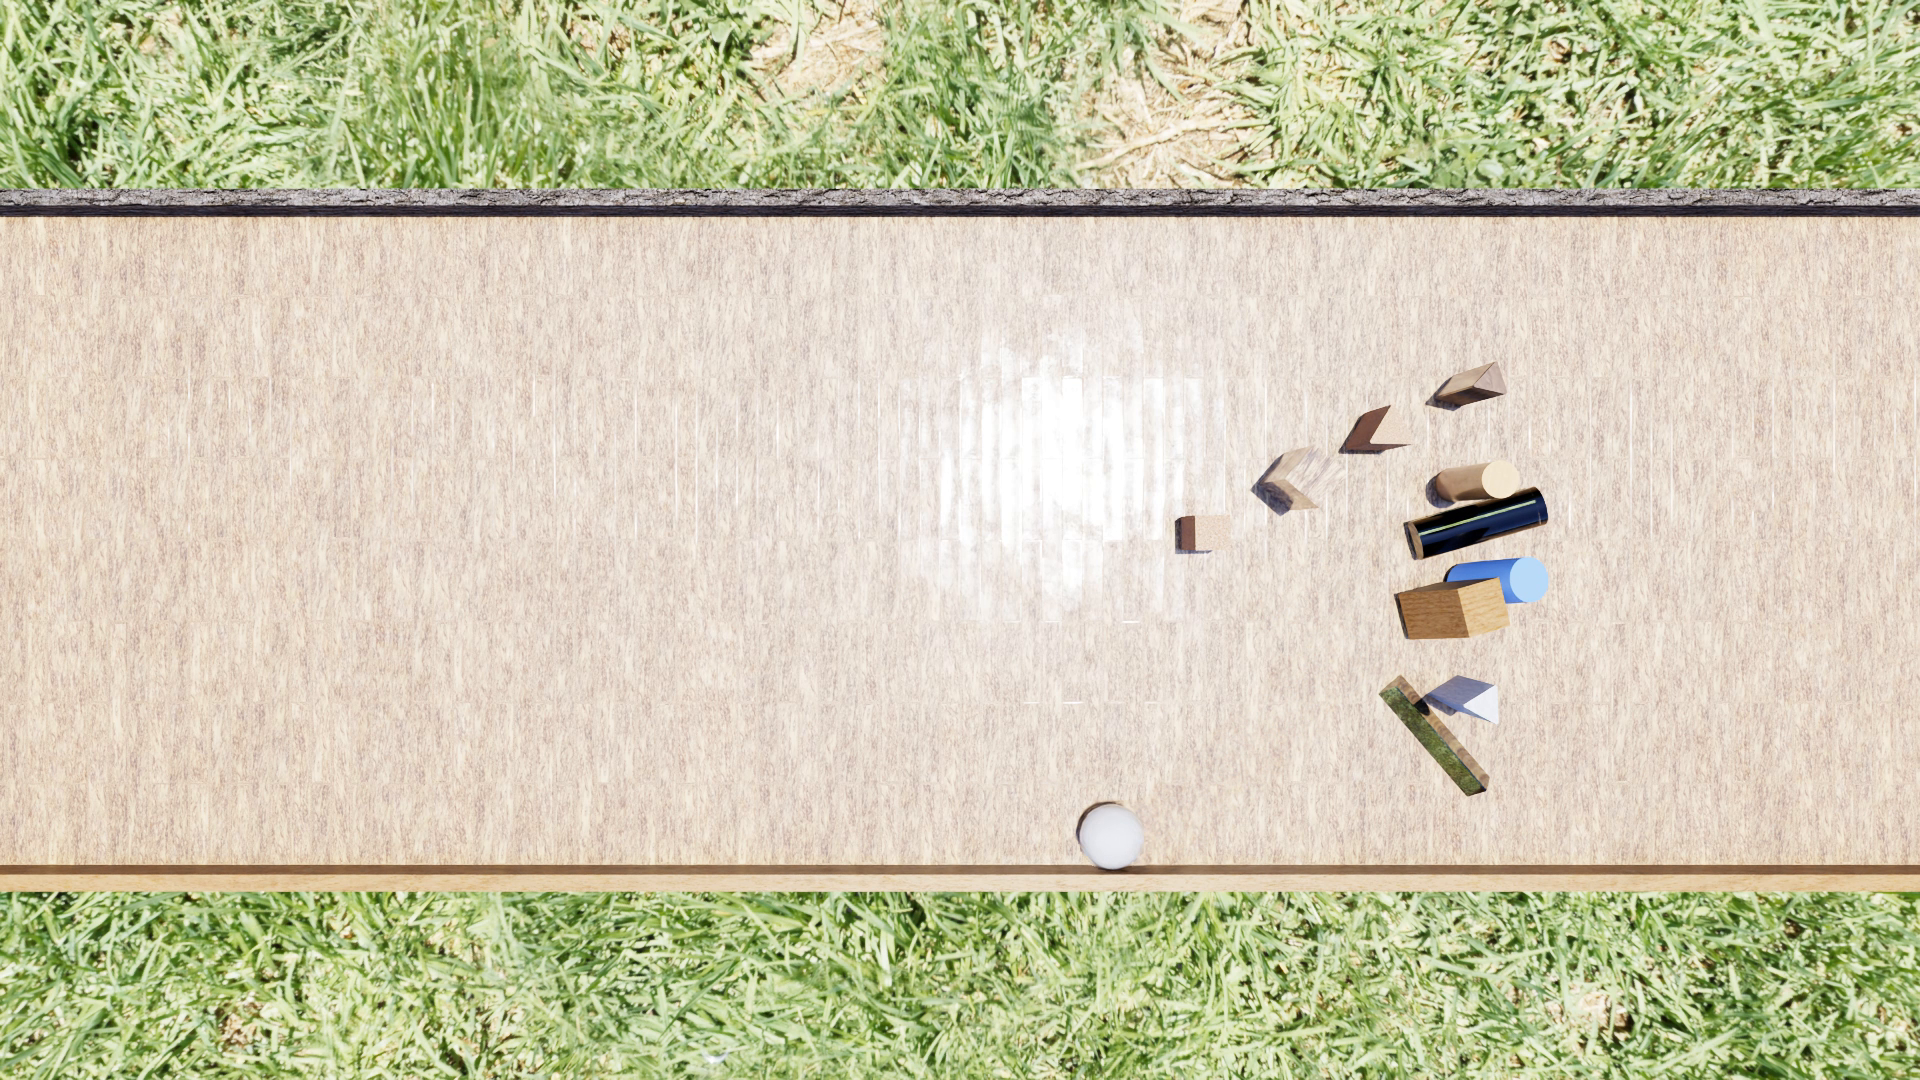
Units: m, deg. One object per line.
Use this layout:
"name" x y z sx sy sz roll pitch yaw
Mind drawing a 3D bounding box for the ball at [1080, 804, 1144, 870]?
"ball" 0.459 0.896 4.980 0.194 0.194 0.194 0 90 0

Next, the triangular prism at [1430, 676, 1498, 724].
"triangular prism" 1.511 0.458 4.896 0.110 0.361 0.095 28 90 0

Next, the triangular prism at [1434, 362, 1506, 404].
"triangular prism" 1.512 -0.466 4.875 0.096 0.403 0.083 12 90 0

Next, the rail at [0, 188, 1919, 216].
"rail" -2.247 -1.025 5.002 12.000 0.150 0.050 0 90 0

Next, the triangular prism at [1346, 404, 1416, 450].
"triangular prism" 1.250 -0.337 4.919 0.130 0.314 0.112 1 90 0

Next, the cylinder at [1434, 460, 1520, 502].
"cylinder" 1.514 -0.170 4.847 0.106 0.460 0.106 0 90 0

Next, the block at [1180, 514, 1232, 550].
"block" 0.732 -0.022 4.923 0.102 0.308 0.102 -1 90 0

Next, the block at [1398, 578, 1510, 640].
"block" 1.467 0.206 4.908 0.145 0.308 0.145 -14 90 -18

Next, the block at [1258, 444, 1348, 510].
"block" 1.007 -0.180 4.864 0.127 0.426 0.127 41 90 0

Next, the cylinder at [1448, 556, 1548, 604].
"cylinder" 1.597 0.125 4.909 0.133 0.309 0.133 1 86 -18

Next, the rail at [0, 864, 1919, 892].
"rail" -2.247 1.025 5.001 12.000 0.150 0.050 0 90 0

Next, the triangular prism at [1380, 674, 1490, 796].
"triangular prism" 1.458 0.602 5.035 0.091 0.078 0.418 -41 90 0

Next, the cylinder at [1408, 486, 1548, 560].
"cylinder" 1.573 -0.051 5.015 0.391 0.122 0.122 -16 90 0
